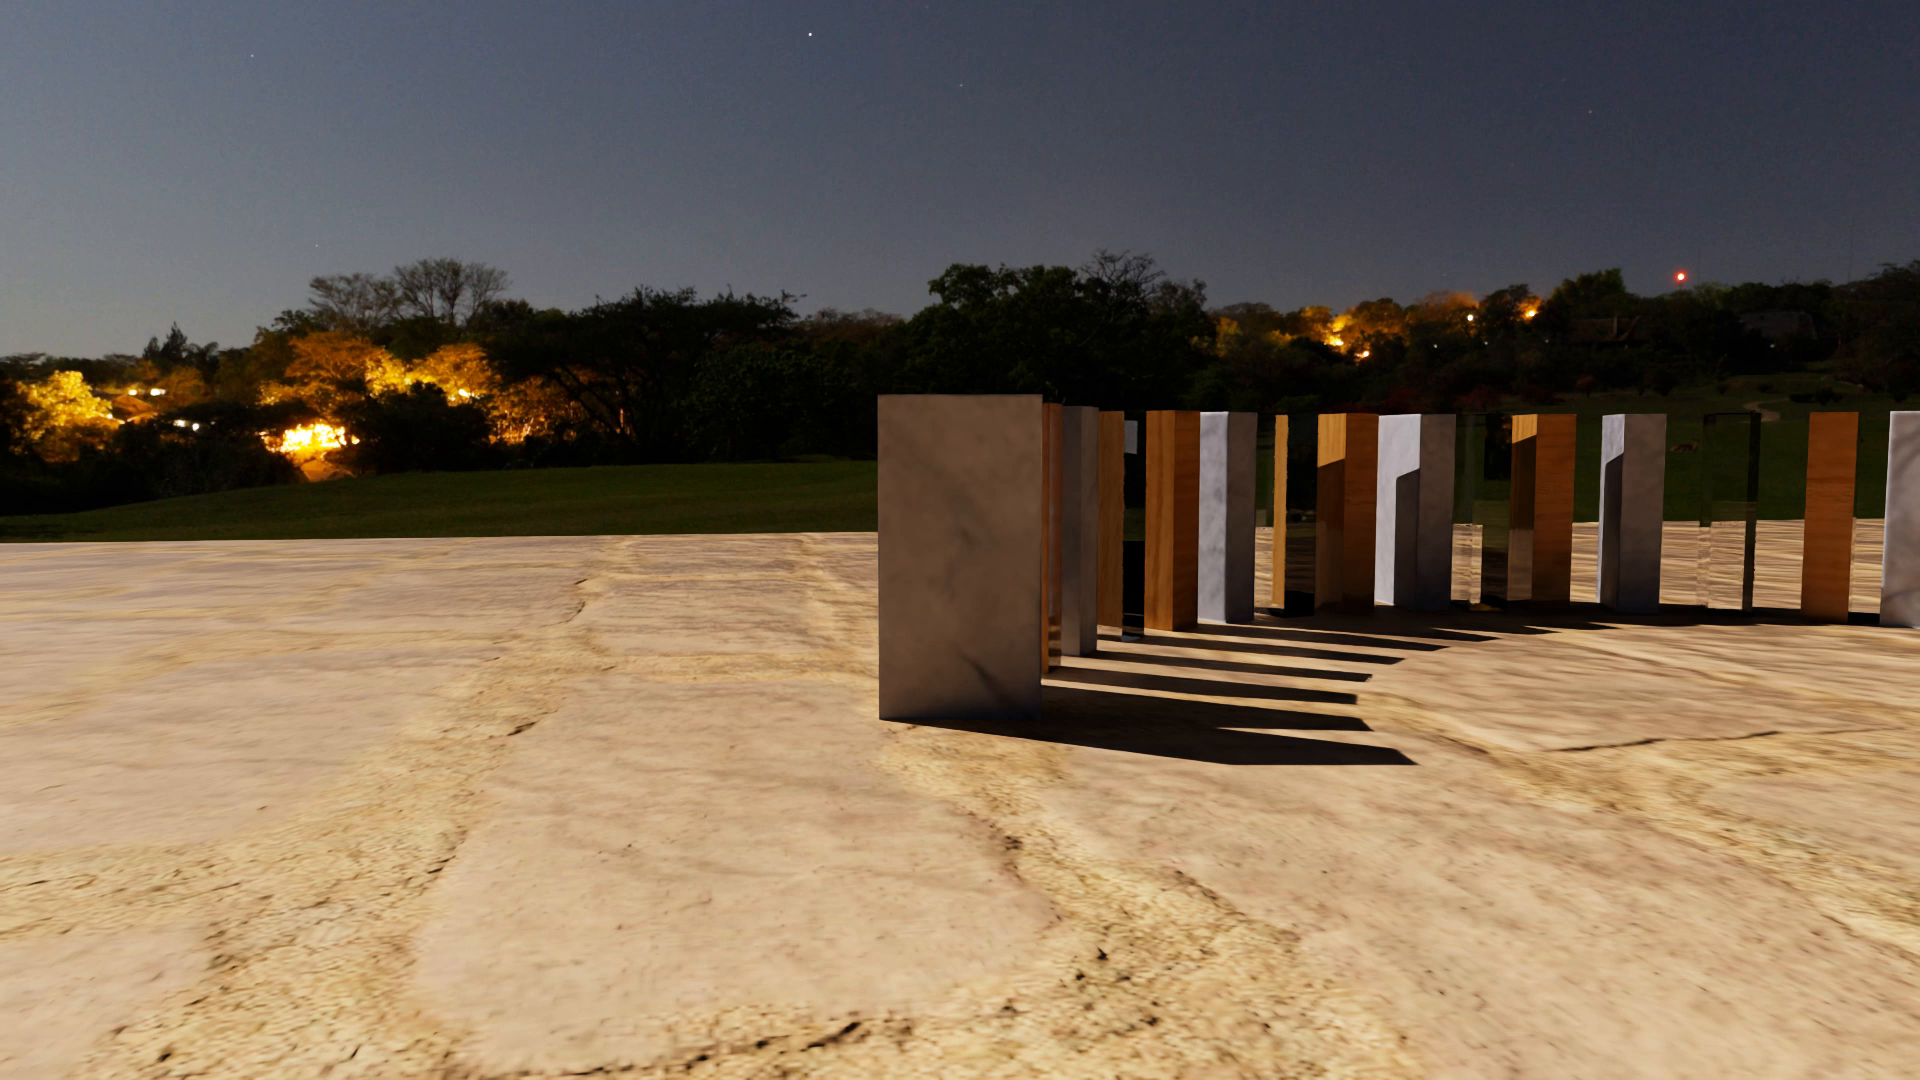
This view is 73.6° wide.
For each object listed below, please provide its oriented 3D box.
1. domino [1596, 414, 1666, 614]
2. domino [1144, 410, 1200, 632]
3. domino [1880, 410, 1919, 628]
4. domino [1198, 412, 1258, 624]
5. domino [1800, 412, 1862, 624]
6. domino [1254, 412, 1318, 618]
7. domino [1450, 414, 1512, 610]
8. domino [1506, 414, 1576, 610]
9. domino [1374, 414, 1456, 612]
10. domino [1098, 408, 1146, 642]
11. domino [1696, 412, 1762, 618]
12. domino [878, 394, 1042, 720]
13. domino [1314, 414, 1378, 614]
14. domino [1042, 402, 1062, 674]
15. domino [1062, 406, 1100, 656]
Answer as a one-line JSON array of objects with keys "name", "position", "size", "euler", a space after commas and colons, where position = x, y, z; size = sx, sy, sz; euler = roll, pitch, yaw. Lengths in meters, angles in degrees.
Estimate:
[{"name": "domino", "position": [0.174, -0.007, 0.334], "size": [0.010, 0.050, 0.025], "euler": [1, 4, 15]}, {"name": "domino", "position": [0.043, -0.005, 0.301], "size": [0.009, 0.050, 0.025], "euler": [-4, 6, -43]}, {"name": "domino", "position": [0.227, -0.005, 0.305], "size": [0.009, 0.050, 0.025], "euler": [4, 6, 40]}, {"name": "domino", "position": [0.060, -0.006, 0.315], "size": [0.009, 0.050, 0.025], "euler": [-3, 5, -34]}, {"name": "domino", "position": [0.214, -0.006, 0.315], "size": [0.009, 0.050, 0.025], "euler": [3, 5, 36]}, {"name": "domino", "position": [0.078, -0.007, 0.325], "size": [0.009, 0.050, 0.025], "euler": [-2, 5, -25]}, {"name": "domino", "position": [0.135, -0.008, 0.339], "size": [0.009, 0.050, 0.025], "euler": [0, 4, -1]}, {"name": "domino", "position": [0.152, -0.008, 0.338], "size": [0.009, 0.050, 0.025], "euler": [0, 4, 6]}, {"name": "domino", "position": [0.119, -0.008, 0.337], "size": [0.009, 0.050, 0.025], "euler": [-1, 4, -8]}, {"name": "domino", "position": [0.028, -0.004, 0.285], "size": [0.025, 0.050, 0.009], "euler": [3, 5, 38]}, {"name": "domino", "position": [0.195, -0.007, 0.327], "size": [0.009, 0.050, 0.025], "euler": [2, 5, 24]}, {"name": "domino", "position": [0.000, 0.002, 0.201], "size": [0.025, 0.050, 0.010], "euler": [0, 4, 0]}, {"name": "domino", "position": [0.096, -0.007, 0.332], "size": [0.009, 0.050, 0.025], "euler": [-1, 5, -18]}, {"name": "domino", "position": [0.006, -0.001, 0.244], "size": [0.025, 0.050, 0.009], "euler": [1, 5, 19]}, {"name": "domino", "position": [0.015, -0.002, 0.265], "size": [0.025, 0.050, 0.009], "euler": [2, 5, 28]}]
